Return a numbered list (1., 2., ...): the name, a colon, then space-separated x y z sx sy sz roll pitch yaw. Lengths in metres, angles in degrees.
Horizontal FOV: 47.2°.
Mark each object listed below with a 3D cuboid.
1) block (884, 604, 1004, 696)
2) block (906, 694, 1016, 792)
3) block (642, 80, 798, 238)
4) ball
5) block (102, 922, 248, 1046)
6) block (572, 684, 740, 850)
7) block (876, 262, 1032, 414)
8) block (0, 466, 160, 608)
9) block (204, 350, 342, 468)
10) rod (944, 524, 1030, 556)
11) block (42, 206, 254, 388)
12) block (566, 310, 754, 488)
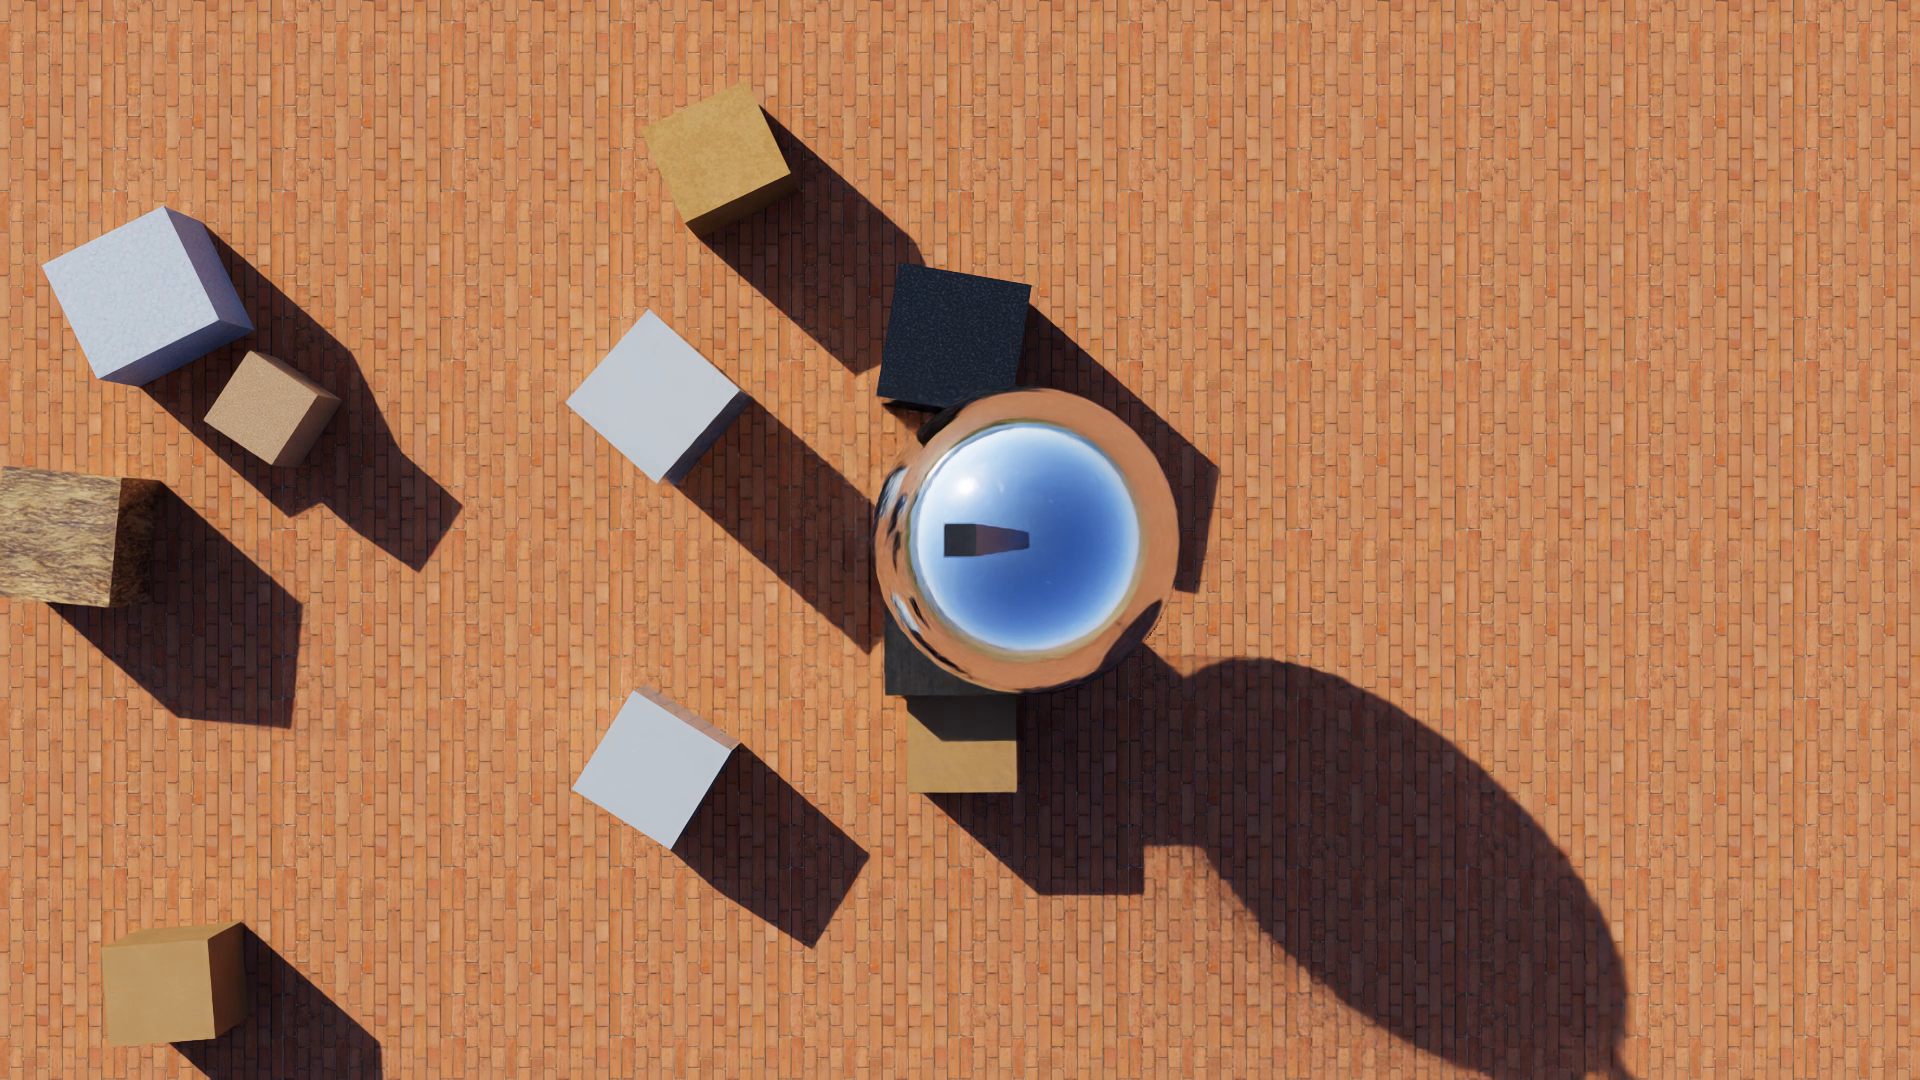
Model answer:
1. block: 0.003 0.445 12.613 0.851 0.774 0.830 -1 90 0
2. block: 0.010 1.146 12.727 0.620 0.547 0.566 0 90 0
3. block: -1.372 -2.181 12.670 0.658 0.659 0.580 -25 90 0
4. ball: 0.341 0.000 11.409 1.600 1.600 1.600 0 90 0
5. block: -4.527 2.559 12.708 0.602 0.585 0.562 -5 90 0
6. block: -1.746 1.302 12.728 0.655 0.544 0.658 32 90 0
7. block: -0.033 -1.107 12.596 0.748 0.808 0.753 10 90 0
8. block: -5.100 -0.019 12.700 0.675 0.600 0.737 6 90 0
9. block: -3.974 -0.752 12.746 0.464 0.508 0.478 33 90 0
10. rod: 0.148 0.000 8.015 0.080 5.200 0.080 0 90 3
11. block: -4.666 -1.392 12.684 0.763 0.631 0.713 -26 90 0
12. block: -1.705 -0.797 12.596 0.676 0.807 0.695 42 90 0
